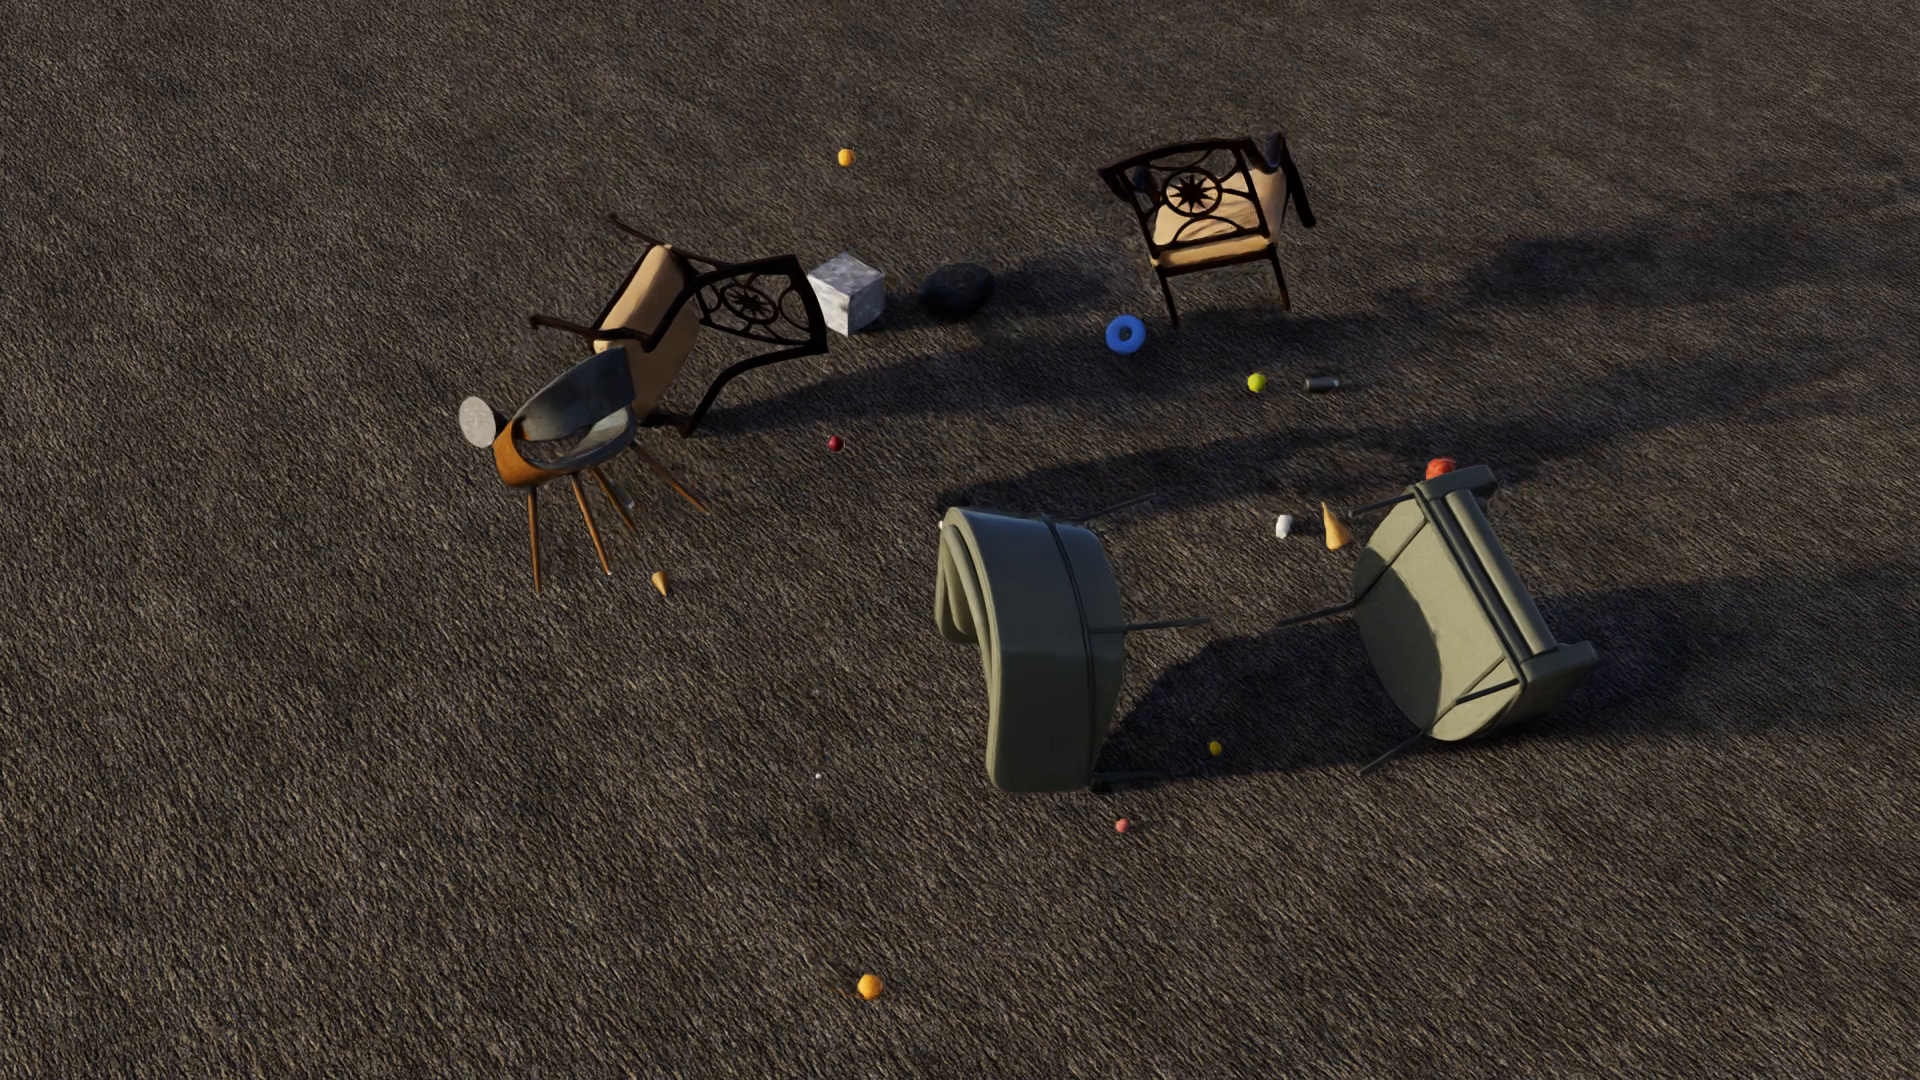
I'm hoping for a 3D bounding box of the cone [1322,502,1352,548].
[{"bbox_3d":[1.374,-0.070,10.856,0.103,0.182,0.089,-30,23,-11],"label":"cone"}]

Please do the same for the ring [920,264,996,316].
[{"bbox_3d":[-0.009,-1.066,12.454,0.317,0.109,0.383,2,31,15],"label":"ring"}]

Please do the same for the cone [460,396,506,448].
[{"bbox_3d":[-1.848,-0.471,11.580,0.155,0.207,0.209,-23,-4,24],"label":"cone"}]

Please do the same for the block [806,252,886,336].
[{"bbox_3d":[-0.482,-1.029,12.292,0.233,0.205,0.231,29,44,27],"label":"block"}]

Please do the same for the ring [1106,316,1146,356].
[{"bbox_3d":[0.684,-0.844,12.109,0.173,0.056,0.188,-48,53,1],"label":"ring"}]

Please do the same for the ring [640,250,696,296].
[{"bbox_3d":[-1.162,-1.060,11.645,0.228,0.217,0.060,33,36,-23],"label":"ring"}]
